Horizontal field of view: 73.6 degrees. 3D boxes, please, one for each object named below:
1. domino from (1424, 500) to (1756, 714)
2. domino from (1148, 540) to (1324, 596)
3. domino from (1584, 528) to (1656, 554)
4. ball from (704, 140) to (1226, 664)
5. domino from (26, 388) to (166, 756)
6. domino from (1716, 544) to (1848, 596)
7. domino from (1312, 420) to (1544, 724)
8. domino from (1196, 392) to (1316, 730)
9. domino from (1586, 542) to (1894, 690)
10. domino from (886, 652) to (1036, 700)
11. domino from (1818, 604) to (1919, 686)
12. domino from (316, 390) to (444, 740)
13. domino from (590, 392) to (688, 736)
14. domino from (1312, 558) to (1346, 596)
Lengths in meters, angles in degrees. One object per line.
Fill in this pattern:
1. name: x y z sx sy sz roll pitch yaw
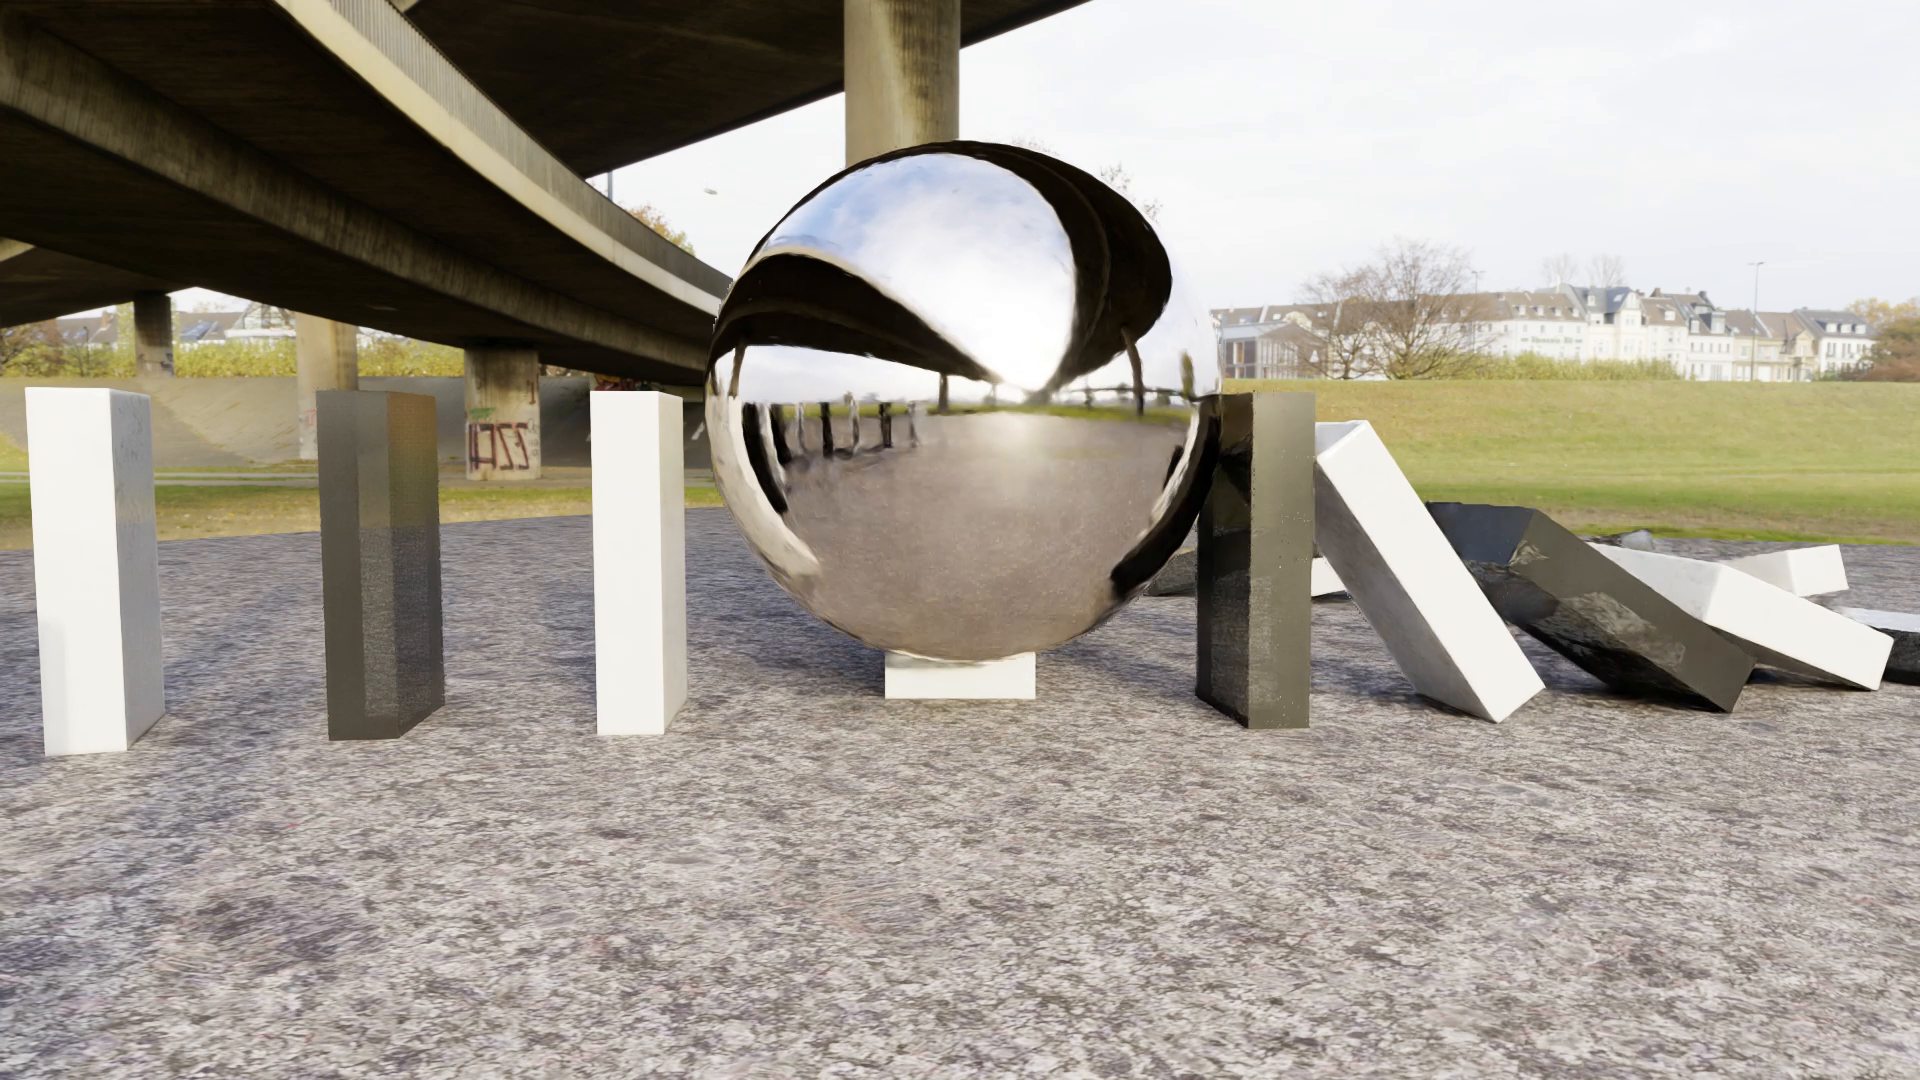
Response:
1. domino: 0.099 0.010 0.207 0.050 0.009 0.025 30 -5 -17
2. domino: 0.078 0.004 0.362 0.050 0.010 0.025 -14 0 18
3. domino: 0.141 0.008 0.317 0.050 0.010 0.025 -16 -8 42
4. ball: 0.001 -0.021 0.201 0.080 0.080 0.080 0 4 0
5. domino: -0.125 0.004 0.186 0.009 0.050 0.025 -2 5 -21
6. domino: 0.163 0.011 0.284 0.025 0.009 0.050 -3 -9 -36
7. domino: 0.069 0.004 0.204 0.009 0.050 0.025 -37 8 -3
8. domino: 0.046 0.002 0.202 0.009 0.050 0.025 -1 5 -7
9. domino: 0.133 0.013 0.221 0.050 0.009 0.025 17 1 -27
10. domino: 0.000 0.020 0.239 0.025 0.009 0.050 0 4 0
11. domino: 0.174 0.020 0.243 0.025 0.009 0.050 -2 5 -24
12. domino: -0.087 0.003 0.195 0.010 0.050 0.025 -1 4 -7
13. domino: -0.049 0.003 0.198 0.009 0.050 0.025 0 4 -4
14. domino: 0.113 0.006 0.344 0.050 0.009 0.025 -15 -4 29
